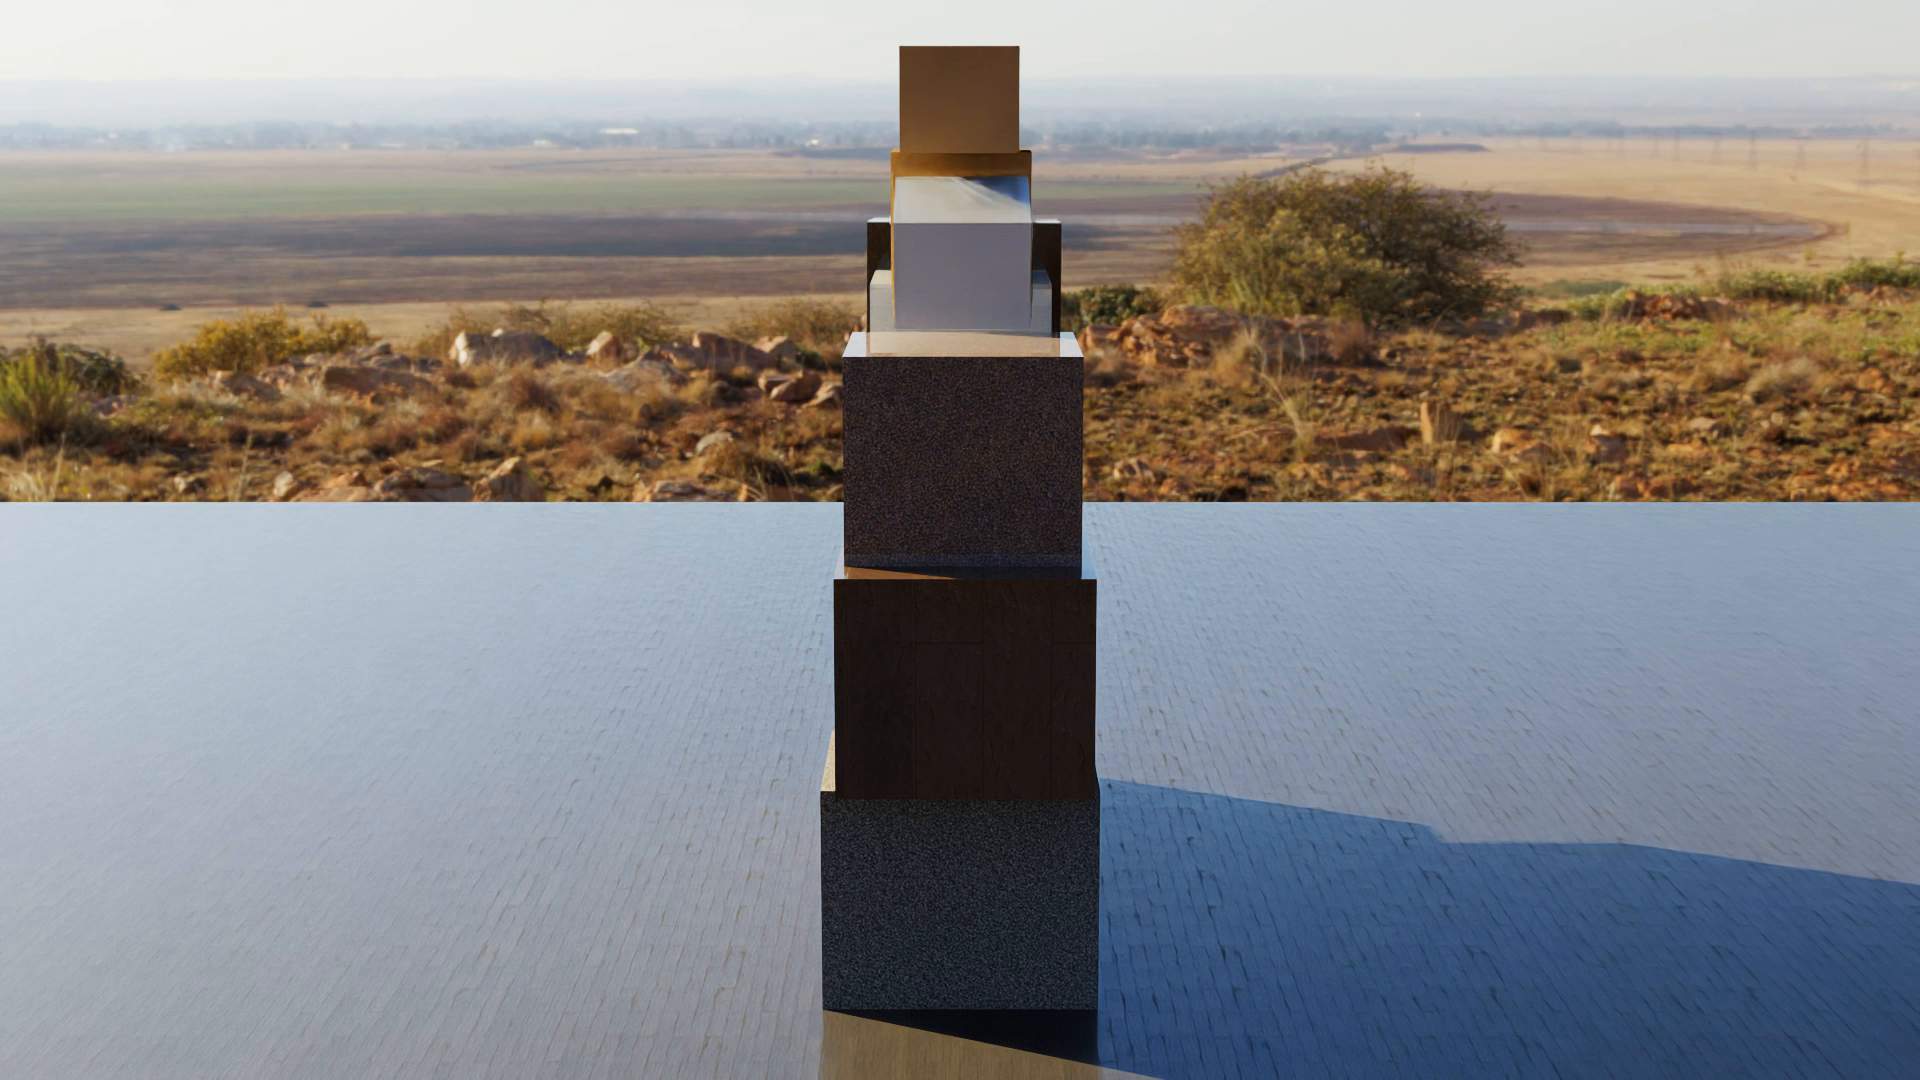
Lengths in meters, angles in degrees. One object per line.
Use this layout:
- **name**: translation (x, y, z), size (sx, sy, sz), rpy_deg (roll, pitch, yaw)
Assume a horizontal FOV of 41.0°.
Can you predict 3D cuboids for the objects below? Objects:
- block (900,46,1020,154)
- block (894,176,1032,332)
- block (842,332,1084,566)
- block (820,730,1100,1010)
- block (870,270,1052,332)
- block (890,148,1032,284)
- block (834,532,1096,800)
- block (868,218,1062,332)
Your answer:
- **block**: translation (-0.002, -1.863, 10.842), size (0.496, 0.438, 0.475), rpy_deg (0, 10, 0)
- **block**: translation (0.009, -1.185, 10.588), size (0.552, 0.478, 0.487), rpy_deg (0, 30, 0)
- **block**: translation (0.011, -0.370, 9.959), size (0.888, 0.785, 0.915), rpy_deg (0, 10, 0)
- **block**: translation (0.001, 1.281, 10.117), size (1.048, 0.859, 0.898), rpy_deg (0, 10, 0)
- **block**: translation (0.003, -0.772, 11.359), size (0.773, 0.786, 0.805), rpy_deg (0, 10, 0)
- **block**: translation (0.005, -1.420, 11.176), size (0.595, 0.554, 0.610), rpy_deg (0, 10, 0)
- **block**: translation (0.019, 0.464, 9.892), size (0.960, 0.830, 0.973), rpy_deg (0, 10, 0)
- **block**: translation (0.018, -1.091, 12.226), size (0.889, 0.853, 0.868), rpy_deg (0, 8, 0)
